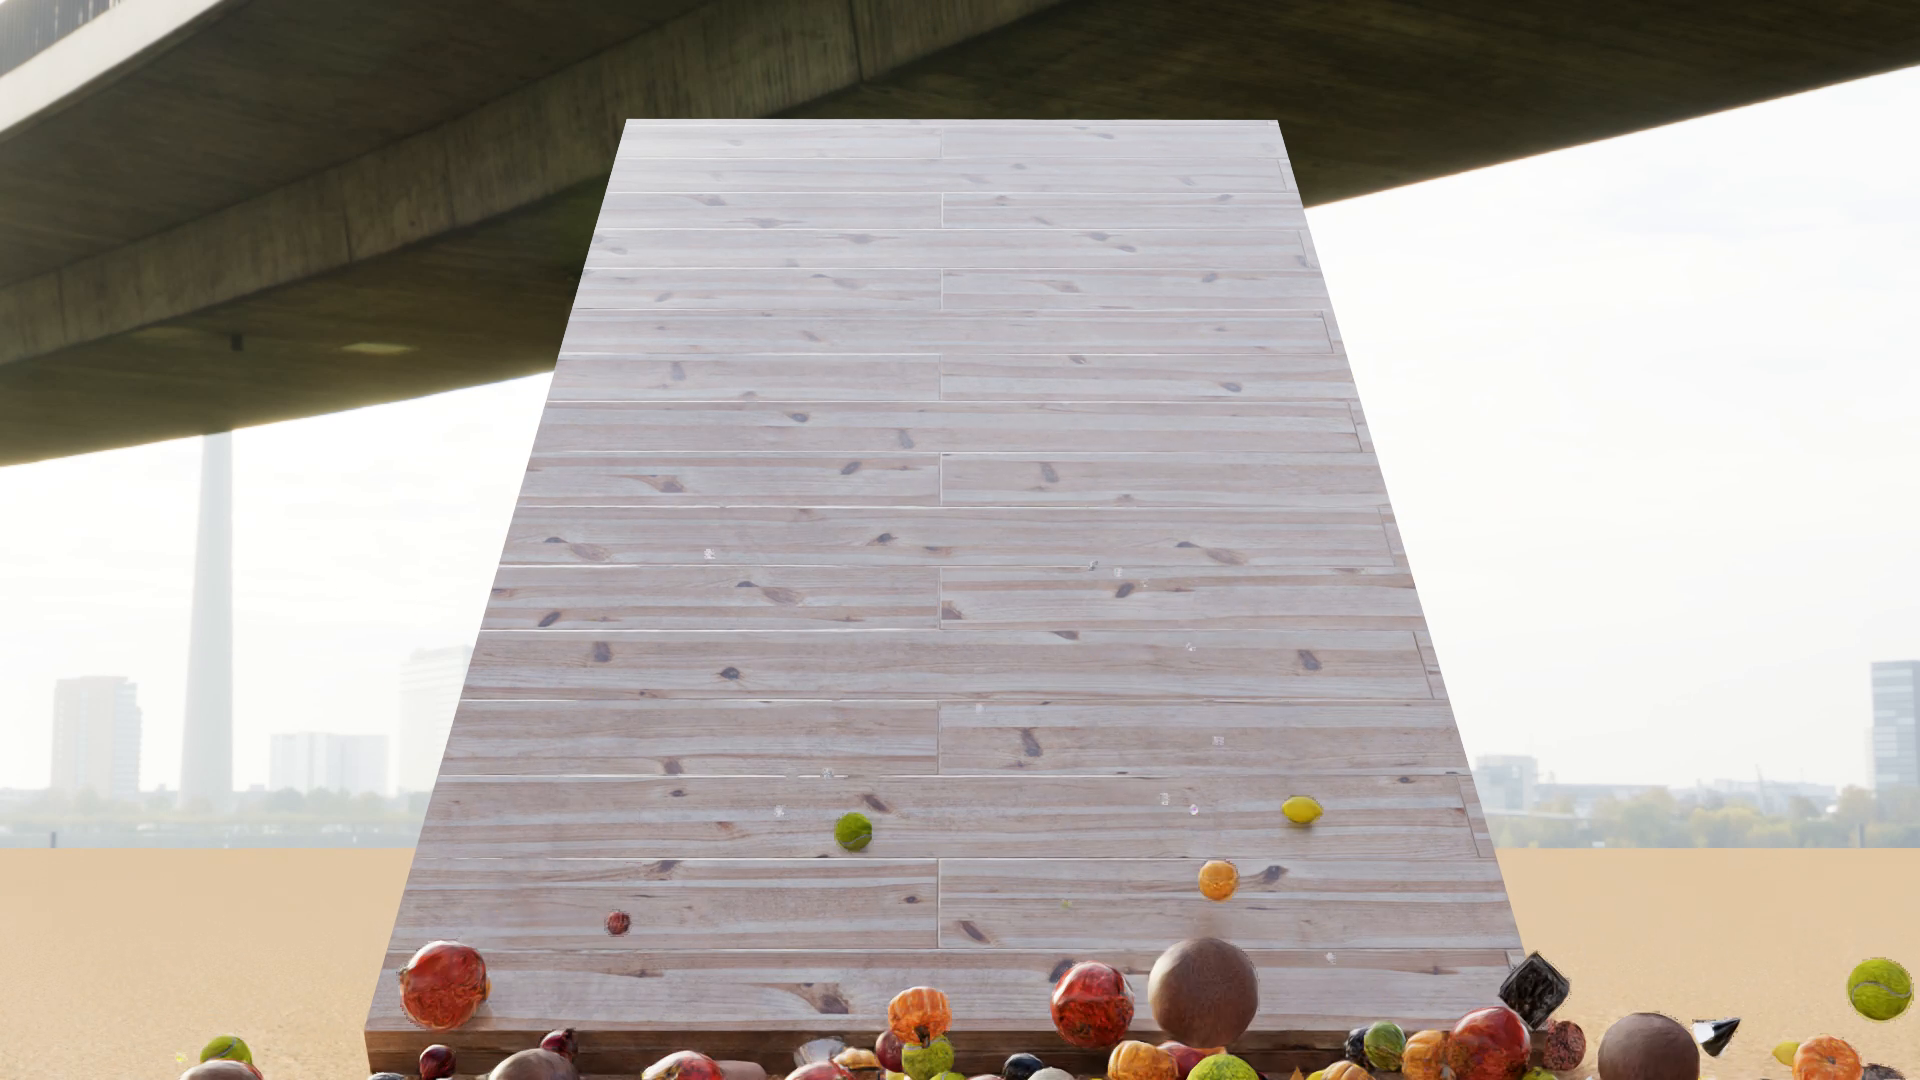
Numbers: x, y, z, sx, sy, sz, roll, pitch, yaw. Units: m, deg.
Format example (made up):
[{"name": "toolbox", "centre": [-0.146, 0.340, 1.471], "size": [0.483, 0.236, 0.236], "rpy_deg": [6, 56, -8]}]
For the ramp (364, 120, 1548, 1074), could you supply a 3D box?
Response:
[{"name": "ramp", "centre": [-0.015, -0.190, 5.852], "size": [2.000, 0.100, 4.000], "rpy_deg": [0, 32, 0]}]

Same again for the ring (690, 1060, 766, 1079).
[{"name": "ring", "centre": [-0.375, 0.863, 3.944], "size": [0.122, 0.041, 0.122], "rpy_deg": [1, -8, 0]}]

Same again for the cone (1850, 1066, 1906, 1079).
[{"name": "cone", "centre": [1.261, 0.779, 3.384], "size": [0.092, 0.092, 0.092], "rpy_deg": [-1, -19, 7]}]

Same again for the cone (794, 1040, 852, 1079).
[{"name": "cone", "centre": [-0.203, 0.816, 3.689], "size": [0.090, 0.090, 0.090], "rpy_deg": [-5, -44, -5]}]

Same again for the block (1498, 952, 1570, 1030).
[{"name": "block", "centre": [0.815, 0.638, 3.469], "size": [0.068, 0.068, 0.068], "rpy_deg": [42, 16, 9]}]

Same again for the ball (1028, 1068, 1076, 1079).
[{"name": "ball", "centre": [0.120, 0.731, 3.198], "size": [0.081, 0.081, 0.081], "rpy_deg": [0, -7, 0]}]

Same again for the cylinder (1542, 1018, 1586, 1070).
[{"name": "cylinder", "centre": [1.032, 0.881, 4.279], "size": [0.086, 0.086, 0.086], "rpy_deg": [4, -8, -27]}]

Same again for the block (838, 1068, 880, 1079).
[{"name": "block", "centre": [-0.149, 0.807, 3.583], "size": [0.061, 0.061, 0.061], "rpy_deg": [1, -5, -5]}]

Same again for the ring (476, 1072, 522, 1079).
[{"name": "ring", "centre": [-0.736, 0.863, 3.894], "size": [0.075, 0.025, 0.075], "rpy_deg": [-4, -4, 0]}]

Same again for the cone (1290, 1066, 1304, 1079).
[{"name": "cone", "centre": [0.491, 0.799, 3.554], "size": [0.072, 0.072, 0.072], "rpy_deg": [0, -7, 0]}]
